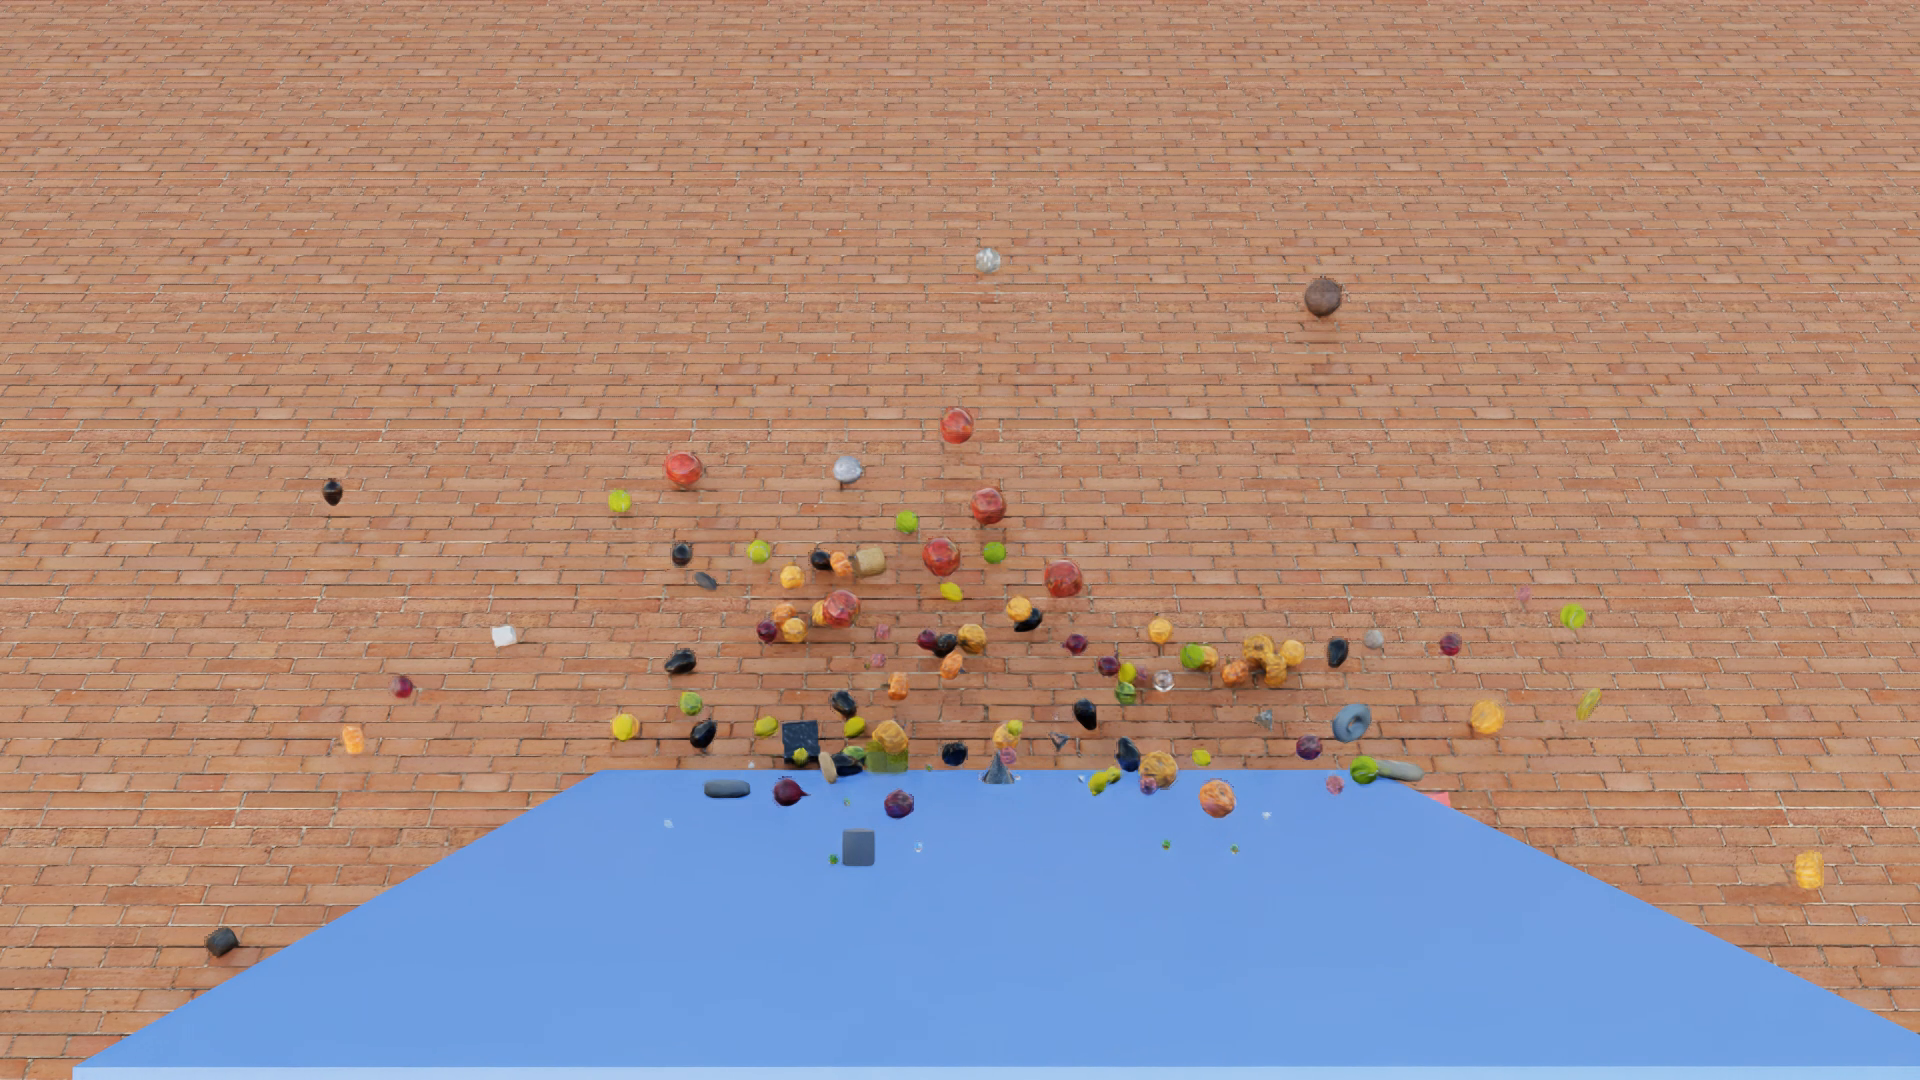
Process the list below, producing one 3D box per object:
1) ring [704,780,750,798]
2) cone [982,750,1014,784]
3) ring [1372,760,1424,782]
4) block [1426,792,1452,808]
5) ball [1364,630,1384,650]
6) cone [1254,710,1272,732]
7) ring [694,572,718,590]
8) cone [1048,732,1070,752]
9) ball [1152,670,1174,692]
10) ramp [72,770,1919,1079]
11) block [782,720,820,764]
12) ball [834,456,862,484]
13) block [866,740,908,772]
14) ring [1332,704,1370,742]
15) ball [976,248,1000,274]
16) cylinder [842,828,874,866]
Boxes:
[{"bbox_3d":[-0.533,0.570,5.931,0.107,0.036,0.107,0,-2,0],"label":"ring"},{"bbox_3d":[0.094,0.550,6.323,0.082,0.082,0.082,0,-1,0],"label":"cone"},{"bbox_3d":[1.089,0.574,6.437,0.129,0.043,0.129,9,-2,0],"label":"ring"},{"bbox_3d":[1.200,0.691,6.600,0.080,0.080,0.080,-12,-3,-11],"label":"block"},{"bbox_3d":[1.169,0.281,7.326,0.056,0.056,0.056,0,32,0],"label":"ball"},{"bbox_3d":[0.826,0.492,6.958,0.057,0.057,0.057,-20,78,-28],"label":"cone"},{"bbox_3d":[-0.745,0.121,7.591,0.075,0.025,0.075,34,13,-9],"label":"ring"},{"bbox_3d":[0.254,0.526,6.891,0.057,0.057,0.057,38,38,1],"label":"cone"},{"bbox_3d":[0.562,0.387,7.151,0.060,0.060,0.060,0,32,0],"label":"ball"},{"bbox_3d":[0.071,0.624,4.711,2.000,0.100,4.000,0,-1,0],"label":"ramp"},{"bbox_3d":[-0.420,0.535,6.841,0.093,0.093,0.093,-5,75,-4],"label":"block"},{"bbox_3d":[-0.352,-0.220,8.104,0.089,0.089,0.089,0,32,0],"label":"ball"},{"bbox_3d":[-0.187,0.557,6.683,0.076,0.076,0.076,-1,-1,44],"label":"block"},{"bbox_3d":[1.035,0.483,6.845,0.118,0.118,0.039,-18,38,-26],"label":"ring"},{"bbox_3d":[0.102,-1.010,9.377,0.092,0.092,0.092,0,32,0],"label":"ball"},{"bbox_3d":[-0.180,0.543,4.576,0.059,0.059,0.059,0,-1,0],"label":"cylinder"}]
